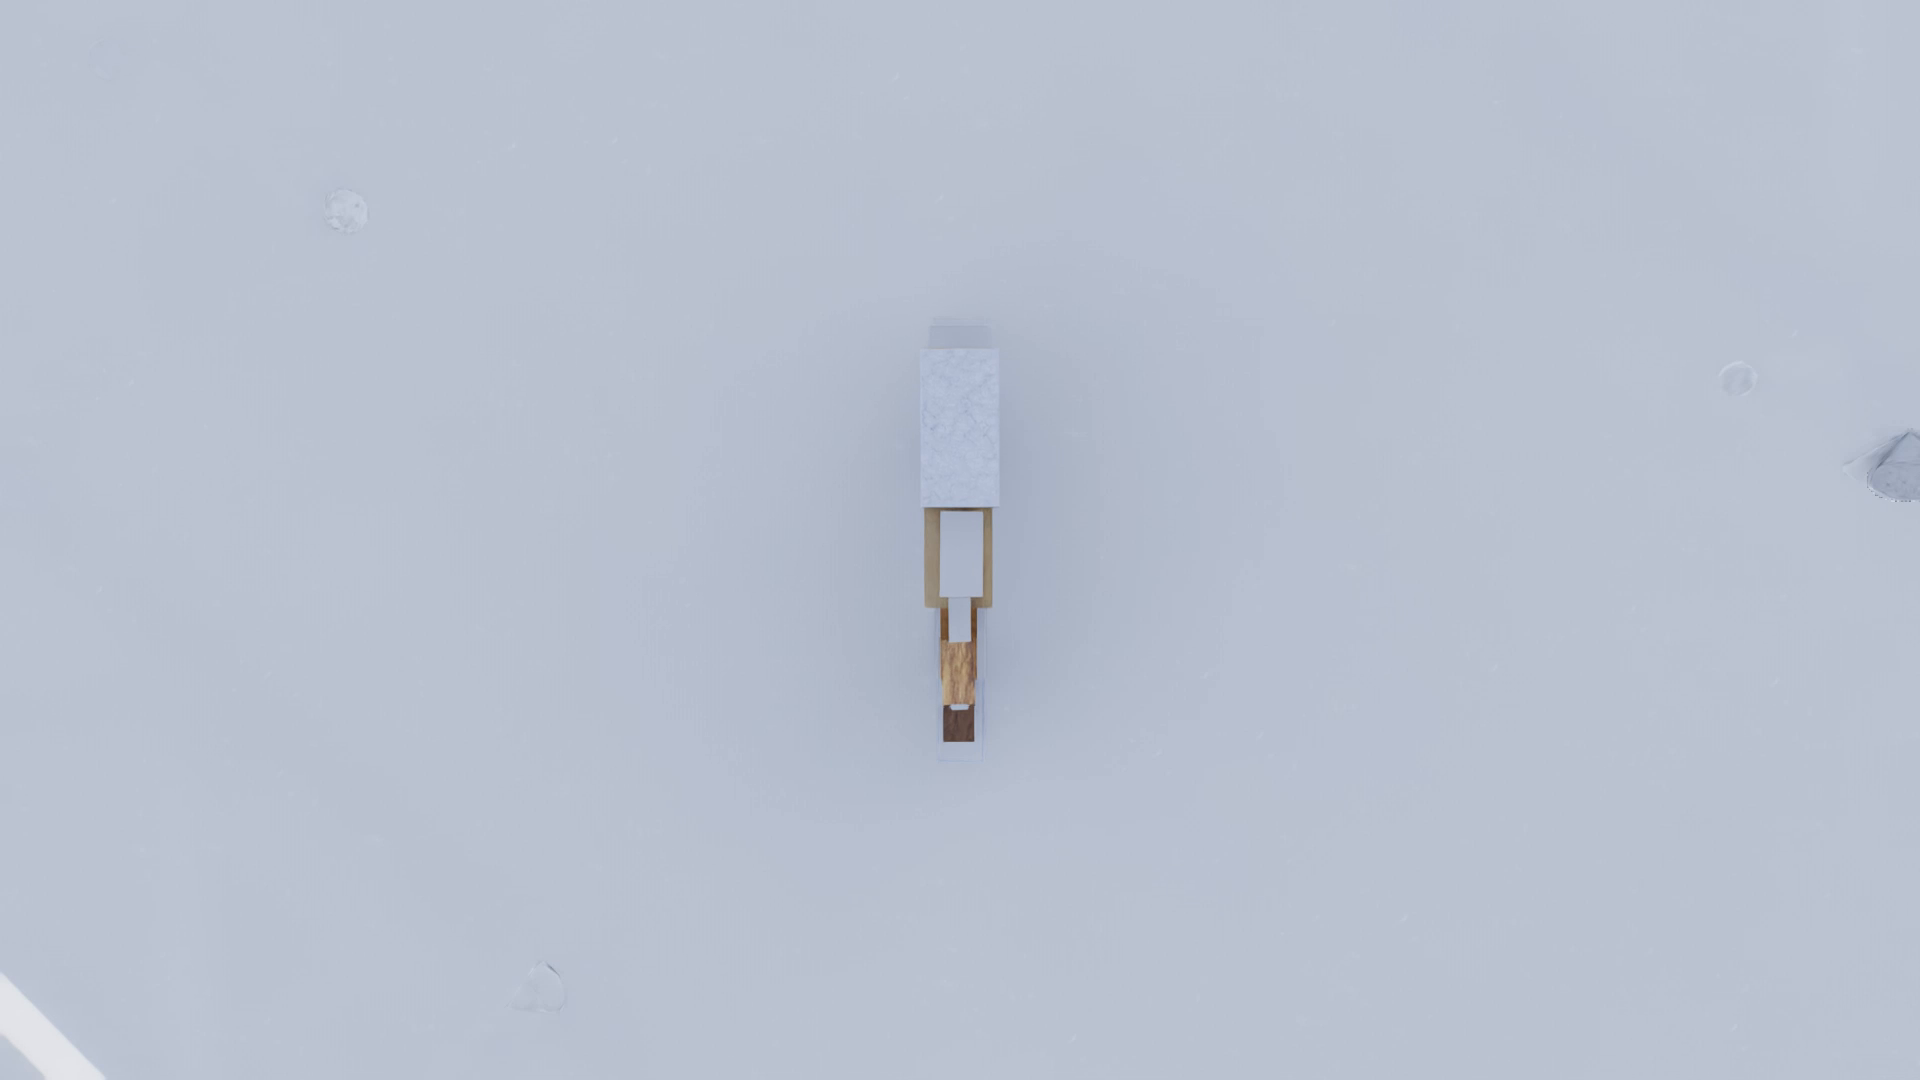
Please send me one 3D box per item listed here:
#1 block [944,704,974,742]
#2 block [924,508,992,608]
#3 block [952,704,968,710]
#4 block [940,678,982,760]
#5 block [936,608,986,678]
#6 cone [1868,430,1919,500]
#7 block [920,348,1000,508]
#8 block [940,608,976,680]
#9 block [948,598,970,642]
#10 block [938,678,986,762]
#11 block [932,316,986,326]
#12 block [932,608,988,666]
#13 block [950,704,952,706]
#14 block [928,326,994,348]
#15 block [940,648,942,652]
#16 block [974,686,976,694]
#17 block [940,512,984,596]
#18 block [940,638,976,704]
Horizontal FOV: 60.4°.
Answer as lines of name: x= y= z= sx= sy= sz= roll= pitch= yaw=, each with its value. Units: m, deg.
block: x=-0.004 y=0.482 z=4.679 sx=0.089 sy=0.025 sz=0.178 roll=0 pitch=90 yaw=0
block: x=-0.004 y=-0.001 z=4.238 sx=0.175 sy=0.049 sz=0.349 roll=0 pitch=90 yaw=0
block: x=-0.002 y=0.424 z=4.568 sx=0.046 sy=0.013 sz=0.092 roll=-2 pitch=89 yaw=0
block: x=0.002 y=0.522 z=4.888 sx=0.126 sy=0.036 sz=0.252 roll=0 pitch=90 yaw=0
block: x=0.002 y=0.250 z=4.632 sx=0.138 sy=0.039 sz=0.276 roll=0 pitch=90 yaw=0
cone: x=3.134 y=-0.281 z=5.452 sx=0.214 sy=0.214 sz=0.214 roll=22 pitch=63 yaw=0
block: x=0.000 y=-0.249 z=3.683 sx=0.176 sy=0.050 sz=0.352 roll=0 pitch=90 yaw=0
block: x=-0.004 y=0.277 z=4.404 sx=0.097 sy=0.028 sz=0.194 roll=0 pitch=90 yaw=0
block: x=-0.001 y=0.198 z=4.097 sx=0.054 sy=0.015 sz=0.109 roll=-1 pitch=90 yaw=0
block: x=0.004 y=0.546 z=5.179 sx=0.150 sy=0.042 sz=0.300 roll=0 pitch=90 yaw=0
block: x=-0.001 y=-0.490 z=4.808 sx=0.158 sy=0.045 sz=0.315 roll=0 pitch=90 yaw=0
block: x=-0.002 y=0.220 z=5.132 sx=0.172 sy=0.049 sz=0.344 roll=0 pitch=90 yaw=0
block: x=-0.003 y=0.456 z=4.621 sx=0.046 sy=0.092 sz=0.013 roll=0 pitch=90 yaw=0
block: x=0.001 y=-0.399 z=4.417 sx=0.172 sy=0.049 sz=0.345 roll=0 pitch=90 yaw=0
block: x=-0.007 y=0.283 z=4.307 sx=0.083 sy=0.166 sz=0.023 roll=-1 pitch=89 yaw=0
block: x=-0.002 y=0.393 z=4.393 sx=0.083 sy=0.337 sz=0.023 roll=-1 pitch=89 yaw=0
block: x=0.004 y=0.034 z=3.993 sx=0.103 sy=0.029 sz=0.206 roll=0 pitch=90 yaw=0
block: x=-0.005 y=0.336 z=4.213 sx=0.083 sy=0.023 sz=0.166 roll=-2 pitch=90 yaw=0
